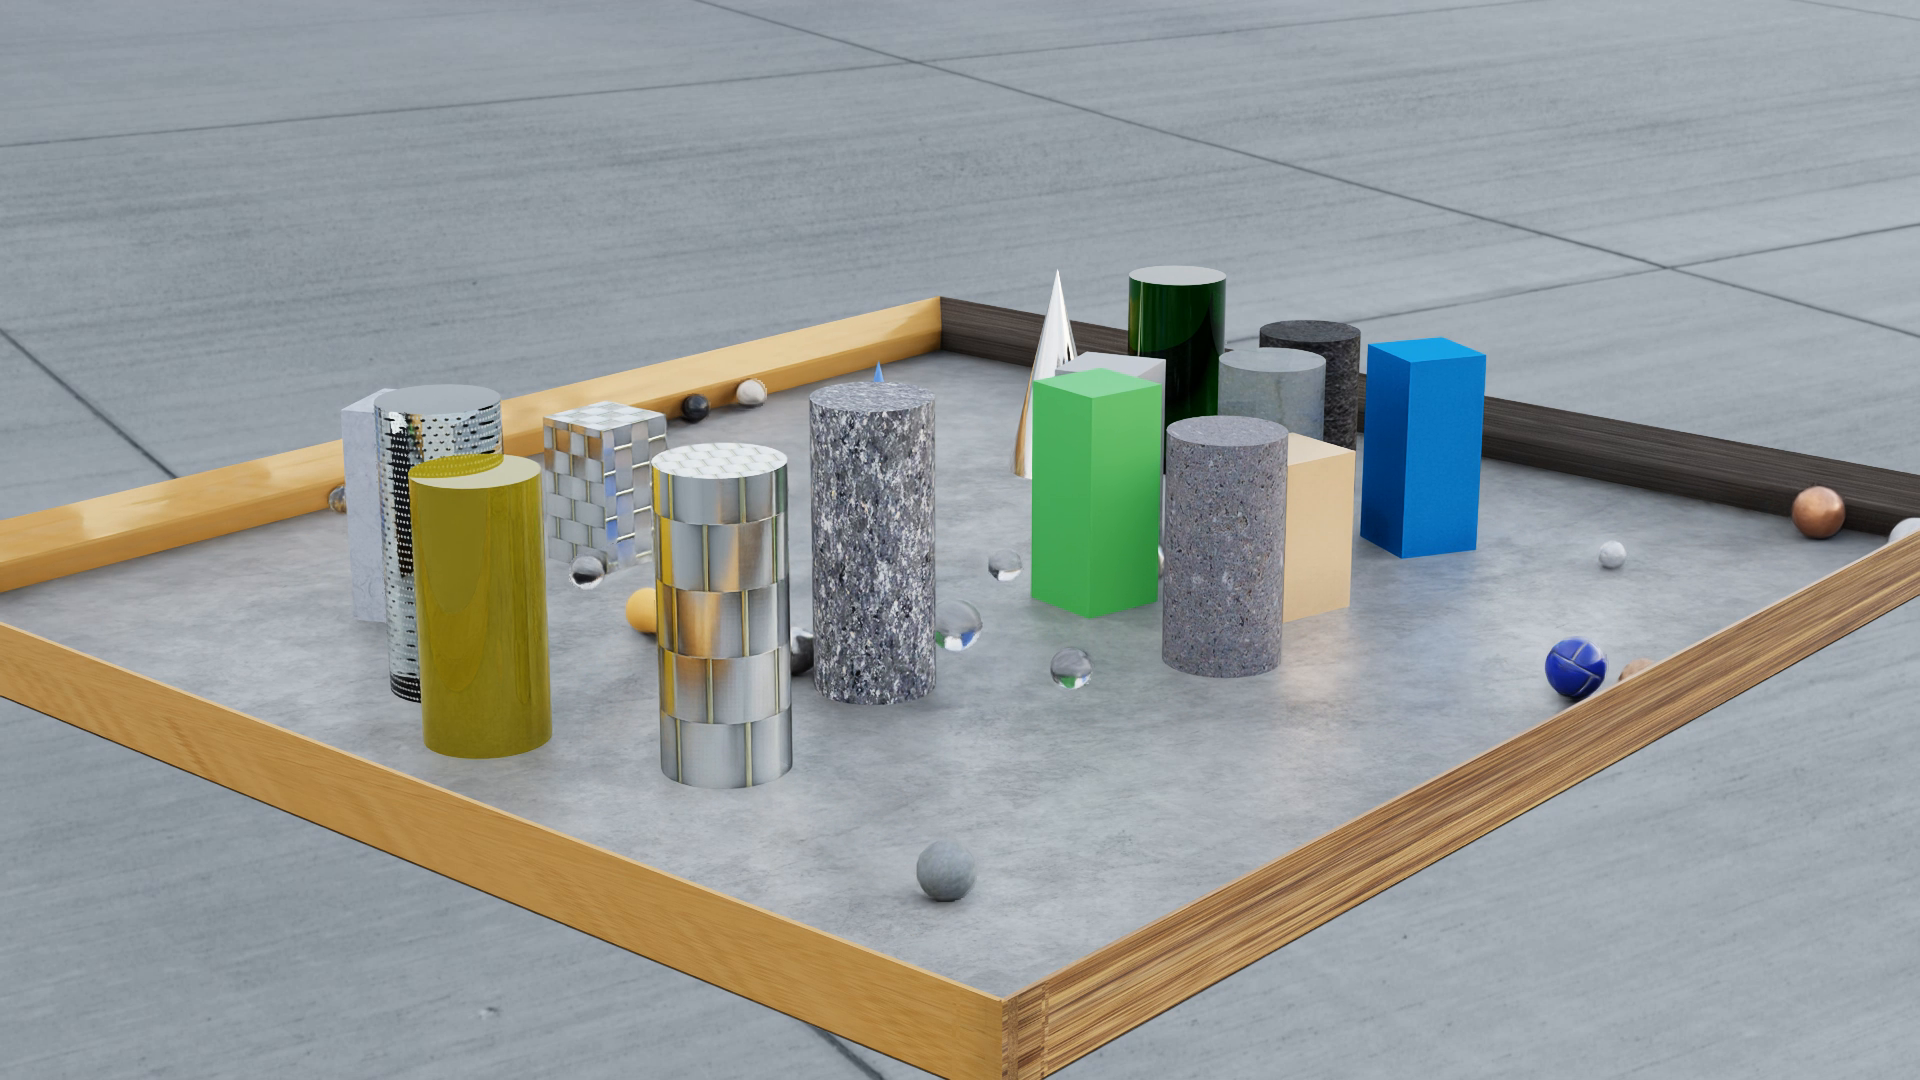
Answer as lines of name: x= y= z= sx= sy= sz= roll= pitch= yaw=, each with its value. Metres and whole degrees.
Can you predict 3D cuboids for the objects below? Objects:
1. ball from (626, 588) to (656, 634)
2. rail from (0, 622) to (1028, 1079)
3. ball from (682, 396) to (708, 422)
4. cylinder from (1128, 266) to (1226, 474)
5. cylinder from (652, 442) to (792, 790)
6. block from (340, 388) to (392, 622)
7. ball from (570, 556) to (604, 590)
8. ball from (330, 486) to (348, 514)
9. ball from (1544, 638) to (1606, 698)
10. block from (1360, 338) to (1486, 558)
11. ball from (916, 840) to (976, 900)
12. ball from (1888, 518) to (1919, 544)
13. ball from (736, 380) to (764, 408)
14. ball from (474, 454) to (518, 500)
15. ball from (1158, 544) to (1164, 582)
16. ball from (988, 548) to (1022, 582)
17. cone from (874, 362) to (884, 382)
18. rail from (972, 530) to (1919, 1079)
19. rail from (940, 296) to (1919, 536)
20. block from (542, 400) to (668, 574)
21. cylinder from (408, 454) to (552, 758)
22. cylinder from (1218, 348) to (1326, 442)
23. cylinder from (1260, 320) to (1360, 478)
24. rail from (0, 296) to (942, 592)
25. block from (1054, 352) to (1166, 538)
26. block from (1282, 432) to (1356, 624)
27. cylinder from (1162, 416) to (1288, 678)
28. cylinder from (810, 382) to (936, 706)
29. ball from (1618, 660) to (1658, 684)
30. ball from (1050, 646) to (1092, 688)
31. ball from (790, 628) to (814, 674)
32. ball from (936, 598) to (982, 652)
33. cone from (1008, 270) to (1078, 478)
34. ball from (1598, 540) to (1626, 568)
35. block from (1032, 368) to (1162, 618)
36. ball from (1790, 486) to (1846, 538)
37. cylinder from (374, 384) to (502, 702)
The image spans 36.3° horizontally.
ball: x=-0.522 y=0.119 z=4.921 sx=0.076 sy=0.076 sz=0.076 roll=0 pitch=17 yaw=0
rail: x=-0.900 y=0.331 z=4.128 sx=2.551 sy=0.127 sz=0.045 roll=14 pitch=22 yaw=39
ball: x=-0.568 y=-0.281 z=6.281 sx=0.058 sy=0.058 sz=0.058 roll=0 pitch=17 yaw=0
cylinder: x=0.435 y=-0.344 z=5.918 sx=0.195 sy=0.387 sz=0.195 roll=0 pitch=17 yaw=0
cylinder: x=-0.345 y=0.109 z=4.277 sx=0.195 sy=0.467 sz=0.195 roll=0 pitch=17 yaw=0
block: x=-0.937 y=-0.056 z=4.997 sx=0.156 sy=0.368 sz=0.156 roll=5 pitch=17 yaw=16
ball: x=-0.656 y=0.057 z=5.156 sx=0.061 sy=0.061 sz=0.061 roll=0 pitch=17 yaw=0
ball: x=-1.180 y=-0.077 z=5.611 sx=0.053 sy=0.053 sz=0.053 roll=0 pitch=17 yaw=0
ball: x=0.969 y=0.201 z=4.616 sx=0.095 sy=0.095 sz=0.095 roll=0 pitch=17 yaw=0
block: x=0.848 y=-0.170 z=5.378 sx=0.156 sy=0.367 sz=0.156 roll=-6 pitch=18 yaw=-20
ball: x=-0.019 y=0.435 z=3.866 sx=0.080 sy=0.080 sz=0.080 roll=0 pitch=17 yaw=0
ball: x=1.720 y=0.004 z=5.285 sx=0.086 sy=0.086 sz=0.086 roll=0 pitch=17 yaw=0
ball: x=-0.458 y=-0.318 z=6.397 sx=0.059 sy=0.059 sz=0.059 roll=0 pitch=17 yaw=0
ball: x=-0.902 y=-0.122 z=5.700 sx=0.088 sy=0.088 sz=0.088 roll=0 pitch=17 yaw=0
ball: x=0.326 y=0.040 z=5.168 sx=0.085 sy=0.085 sz=0.085 roll=0 pitch=17 yaw=0
ball: x=0.080 y=0.044 z=5.198 sx=0.061 sy=0.061 sz=0.061 roll=0 pitch=17 yaw=0
cone: x=-0.141 y=-0.119 z=5.146 sx=0.195 sy=0.403 sz=0.195 roll=0 pitch=17 yaw=0
rail: x=0.945 y=0.269 z=4.334 sx=0.045 sy=0.127 sz=2.793 roll=14 pitch=22 yaw=39
rail: x=0.900 y=-0.268 z=6.113 sx=2.551 sy=0.127 sz=0.045 roll=14 pitch=22 yaw=39
block: x=-0.639 y=-0.097 z=5.311 sx=0.156 sy=0.265 sz=0.156 roll=14 pitch=21 yaw=38
cylinder: x=-0.718 y=0.098 z=4.400 sx=0.195 sy=0.418 sz=0.195 roll=0 pitch=17 yaw=0
cylinder: x=0.570 y=-0.165 z=5.402 sx=0.195 sy=0.343 sz=0.195 roll=0 pitch=17 yaw=0
cylinder: x=0.678 y=-0.250 z=5.719 sx=0.195 sy=0.323 sz=0.195 roll=0 pitch=17 yaw=0
rail: x=-0.945 y=-0.205 z=5.906 sx=0.045 sy=0.127 sz=2.793 roll=14 pitch=22 yaw=39
block: x=0.274 y=-0.158 z=5.385 sx=0.156 sy=0.338 sz=0.156 roll=7 pitch=18 yaw=23
block: x=0.564 y=-0.023 z=5.044 sx=0.156 sy=0.277 sz=0.156 roll=-12 pitch=21 yaw=-35
cylinder: x=0.428 y=0.009 z=4.750 sx=0.195 sy=0.385 sz=0.195 roll=0 pitch=17 yaw=0
cylinder: x=-0.136 y=0.004 z=4.616 sx=0.195 sy=0.473 sz=0.195 roll=0 pitch=17 yaw=0
ball: x=1.065 y=0.226 z=4.558 sx=0.081 sy=0.081 sz=0.081 roll=0 pitch=17 yaw=0
ball: x=0.176 y=0.203 z=4.659 sx=0.067 sy=0.067 sz=0.067 roll=0 pitch=17 yaw=0
ball: x=-0.265 y=0.178 z=4.725 sx=0.076 sy=0.076 sz=0.076 roll=0 pitch=17 yaw=0
ball: x=-0.008 y=0.140 z=4.832 sx=0.088 sy=0.088 sz=0.088 roll=0 pitch=17 yaw=0
cone: x=0.193 y=-0.342 z=5.874 sx=0.195 sy=0.409 sz=0.195 roll=0 pitch=17 yaw=0
ball: x=1.174 y=0.026 z=5.278 sx=0.049 sy=0.049 sz=0.049 roll=0 pitch=17 yaw=0
block: x=0.234 y=-0.083 z=5.051 sx=0.156 sy=0.388 sz=0.156 roll=-13 pitch=21 yaw=-36
ball: x=1.595 y=-0.052 z=5.451 sx=0.097 sy=0.097 sz=0.097 roll=0 pitch=17 yaw=0
cylinder: x=-0.811 y=0.006 z=4.619 sx=0.195 sy=0.468 sz=0.195 roll=0 pitch=17 yaw=0
